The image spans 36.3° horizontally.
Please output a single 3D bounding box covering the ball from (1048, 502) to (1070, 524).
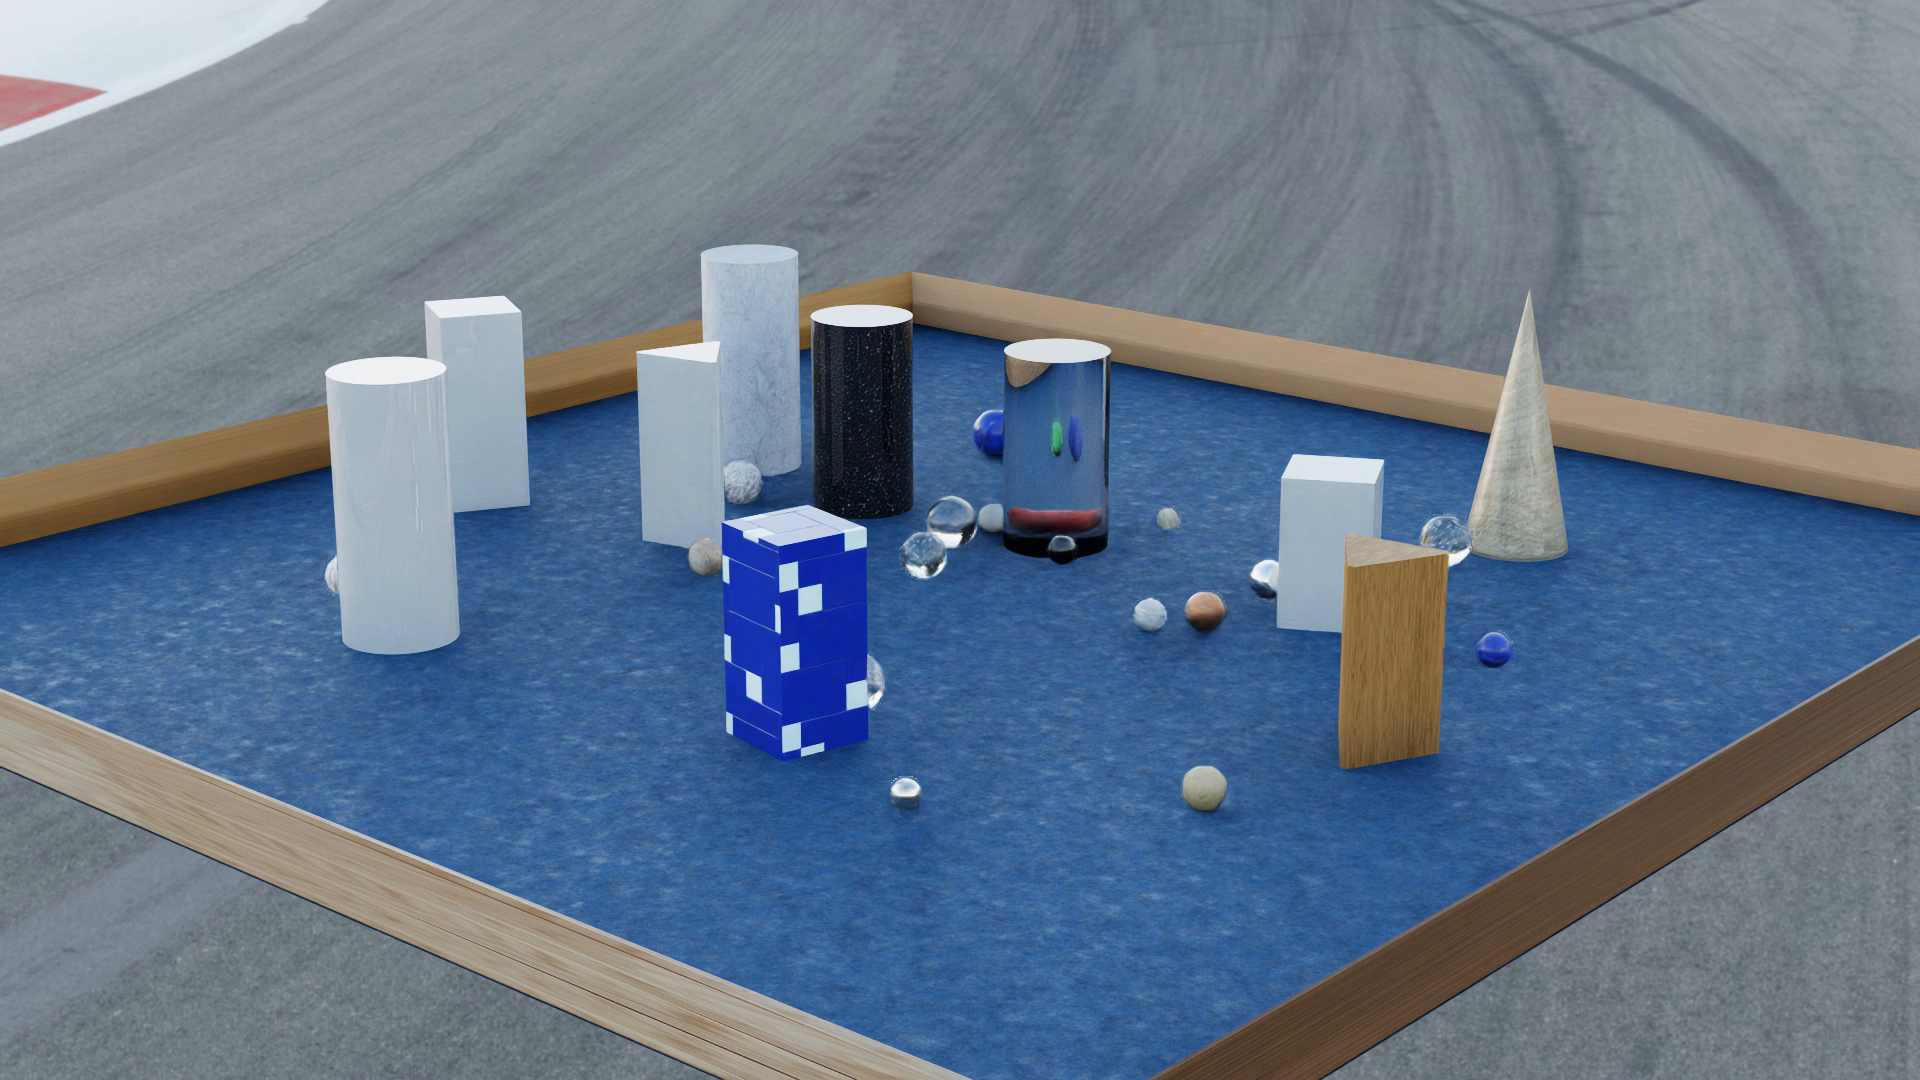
[{"bbox_3d":[0.186,-0.053,5.548,0.042,0.042,0.042,0,17,0],"label":"ball"}]

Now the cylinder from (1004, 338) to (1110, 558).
[{"bbox_3d":[0.177,-0.169,5.373,0.194,0.366,0.194,0,17,0],"label":"cylinder"}]

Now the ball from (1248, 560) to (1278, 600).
[{"bbox_3d":[0.534,0.069,5.079,0.068,0.068,0.068,0,17,0],"label":"ball"}]

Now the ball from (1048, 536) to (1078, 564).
[{"bbox_3d":[0.185,0.018,5.296,0.053,0.053,0.053,0,17,0],"label":"ball"}]

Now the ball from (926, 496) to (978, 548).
[{"bbox_3d":[-0.015,-0.032,5.388,0.095,0.095,0.095,0,17,0],"label":"ball"}]

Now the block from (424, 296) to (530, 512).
[{"bbox_3d":[-0.932,-0.263,5.658,0.155,0.382,0.155,-6,18,-20],"label":"block"}]

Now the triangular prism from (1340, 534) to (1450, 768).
[{"bbox_3d":[0.612,0.159,4.379,0.168,0.313,0.146,-7,18,-23],"label":"triangular prism"}]

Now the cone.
[{"bbox_3d":[1.024,-0.220,5.339,0.194,0.484,0.194,0,17,0],"label":"cone"}]

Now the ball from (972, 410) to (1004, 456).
[{"bbox_3d":[0.073,-0.221,6.017,0.094,0.094,0.094,0,17,0],"label":"ball"}]

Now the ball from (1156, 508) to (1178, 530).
[{"bbox_3d":[0.390,-0.040,5.507,0.041,0.041,0.041,0,17,0],"label":"ball"}]

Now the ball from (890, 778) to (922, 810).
[{"bbox_3d":[-0.077,0.362,4.167,0.046,0.046,0.046,0,17,0],"label":"ball"}]

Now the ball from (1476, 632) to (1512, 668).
[{"bbox_3d":[0.866,0.179,4.756,0.057,0.057,0.057,0,17,0],"label":"ball"}]

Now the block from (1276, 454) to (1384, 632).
[{"bbox_3d":[0.628,0.006,4.971,0.155,0.263,0.155,4,17,13],"label":"block"}]

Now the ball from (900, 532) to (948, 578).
[{"bbox_3d":[-0.064,0.027,5.212,0.084,0.084,0.084,0,17,0],"label":"ball"}]

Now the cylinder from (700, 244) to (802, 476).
[{"bbox_3d":[-0.419,-0.362,5.896,0.194,0.433,0.194,0,17,0],"label":"cylinder"}]

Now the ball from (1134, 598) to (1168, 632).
[{"bbox_3d":[0.320,0.127,4.931,0.056,0.056,0.056,0,17,0],"label":"ball"}]

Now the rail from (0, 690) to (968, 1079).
[{"bbox_3d":[-1.011,0.368,4.005,3.036,0.126,0.045,14,22,39],"label":"rail"}]

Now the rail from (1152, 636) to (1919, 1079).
[{"bbox_3d":[1.128,0.315,4.182,0.045,0.126,3.133,14,22,39],"label":"rail"}]

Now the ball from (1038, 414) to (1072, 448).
[{"bbox_3d":[0.198,-0.226,6.075,0.070,0.070,0.070,0,17,0],"label":"ball"}]

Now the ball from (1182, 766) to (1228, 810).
[{"bbox_3d":[0.348,0.352,4.167,0.065,0.065,0.065,0,17,0],"label":"ball"}]

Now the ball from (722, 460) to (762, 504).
[{"bbox_3d":[-0.425,-0.112,5.669,0.085,0.085,0.085,0,17,0],"label":"ball"}]

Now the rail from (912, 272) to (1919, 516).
[{"bbox_3d":[1.011,-0.305,6.236,3.036,0.126,0.045,14,22,39],"label":"rail"}]

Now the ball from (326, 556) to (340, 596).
[{"bbox_3d":[-1.068,0.061,5.112,0.076,0.076,0.076,0,17,0],"label":"ball"}]

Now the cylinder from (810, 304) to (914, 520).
[{"bbox_3d":[-0.186,-0.247,5.616,0.194,0.374,0.194,0,17,0],"label":"cylinder"}]

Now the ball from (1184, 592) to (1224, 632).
[{"bbox_3d":[0.412,0.120,4.934,0.067,0.067,0.067,0,17,0],"label":"ball"}]

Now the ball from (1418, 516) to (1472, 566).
[{"bbox_3d":[0.873,0.002,5.279,0.093,0.093,0.093,0,17,0],"label":"ball"}]

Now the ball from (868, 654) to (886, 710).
[{"bbox_3d":[-0.164,0.220,4.548,0.097,0.097,0.097,0,17,0],"label":"ball"}]

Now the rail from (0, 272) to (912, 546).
[{"bbox_3d":[-1.128,-0.251,6.058,0.045,0.126,3.133,14,22,39],"label":"rail"}]

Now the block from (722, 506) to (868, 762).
[{"bbox_3d":[-0.247,0.138,4.412,0.155,0.334,0.155,-12,21,-35],"label":"block"}]

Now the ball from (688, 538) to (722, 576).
[{"bbox_3d":[-0.452,0.031,5.227,0.067,0.067,0.067,0,17,0],"label":"ball"}]

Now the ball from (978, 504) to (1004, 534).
[{"bbox_3d":[0.062,-0.040,5.480,0.057,0.057,0.057,0,17,0],"label":"ball"}]

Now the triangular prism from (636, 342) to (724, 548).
[{"bbox_3d":[-0.482,-0.179,5.421,0.168,0.357,0.146,9,19,27],"label":"triangular prism"}]

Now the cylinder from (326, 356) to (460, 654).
[{"bbox_3d":[-0.937,-0.058,4.850,0.194,0.456,0.194,0,17,0],"label":"cylinder"}]
